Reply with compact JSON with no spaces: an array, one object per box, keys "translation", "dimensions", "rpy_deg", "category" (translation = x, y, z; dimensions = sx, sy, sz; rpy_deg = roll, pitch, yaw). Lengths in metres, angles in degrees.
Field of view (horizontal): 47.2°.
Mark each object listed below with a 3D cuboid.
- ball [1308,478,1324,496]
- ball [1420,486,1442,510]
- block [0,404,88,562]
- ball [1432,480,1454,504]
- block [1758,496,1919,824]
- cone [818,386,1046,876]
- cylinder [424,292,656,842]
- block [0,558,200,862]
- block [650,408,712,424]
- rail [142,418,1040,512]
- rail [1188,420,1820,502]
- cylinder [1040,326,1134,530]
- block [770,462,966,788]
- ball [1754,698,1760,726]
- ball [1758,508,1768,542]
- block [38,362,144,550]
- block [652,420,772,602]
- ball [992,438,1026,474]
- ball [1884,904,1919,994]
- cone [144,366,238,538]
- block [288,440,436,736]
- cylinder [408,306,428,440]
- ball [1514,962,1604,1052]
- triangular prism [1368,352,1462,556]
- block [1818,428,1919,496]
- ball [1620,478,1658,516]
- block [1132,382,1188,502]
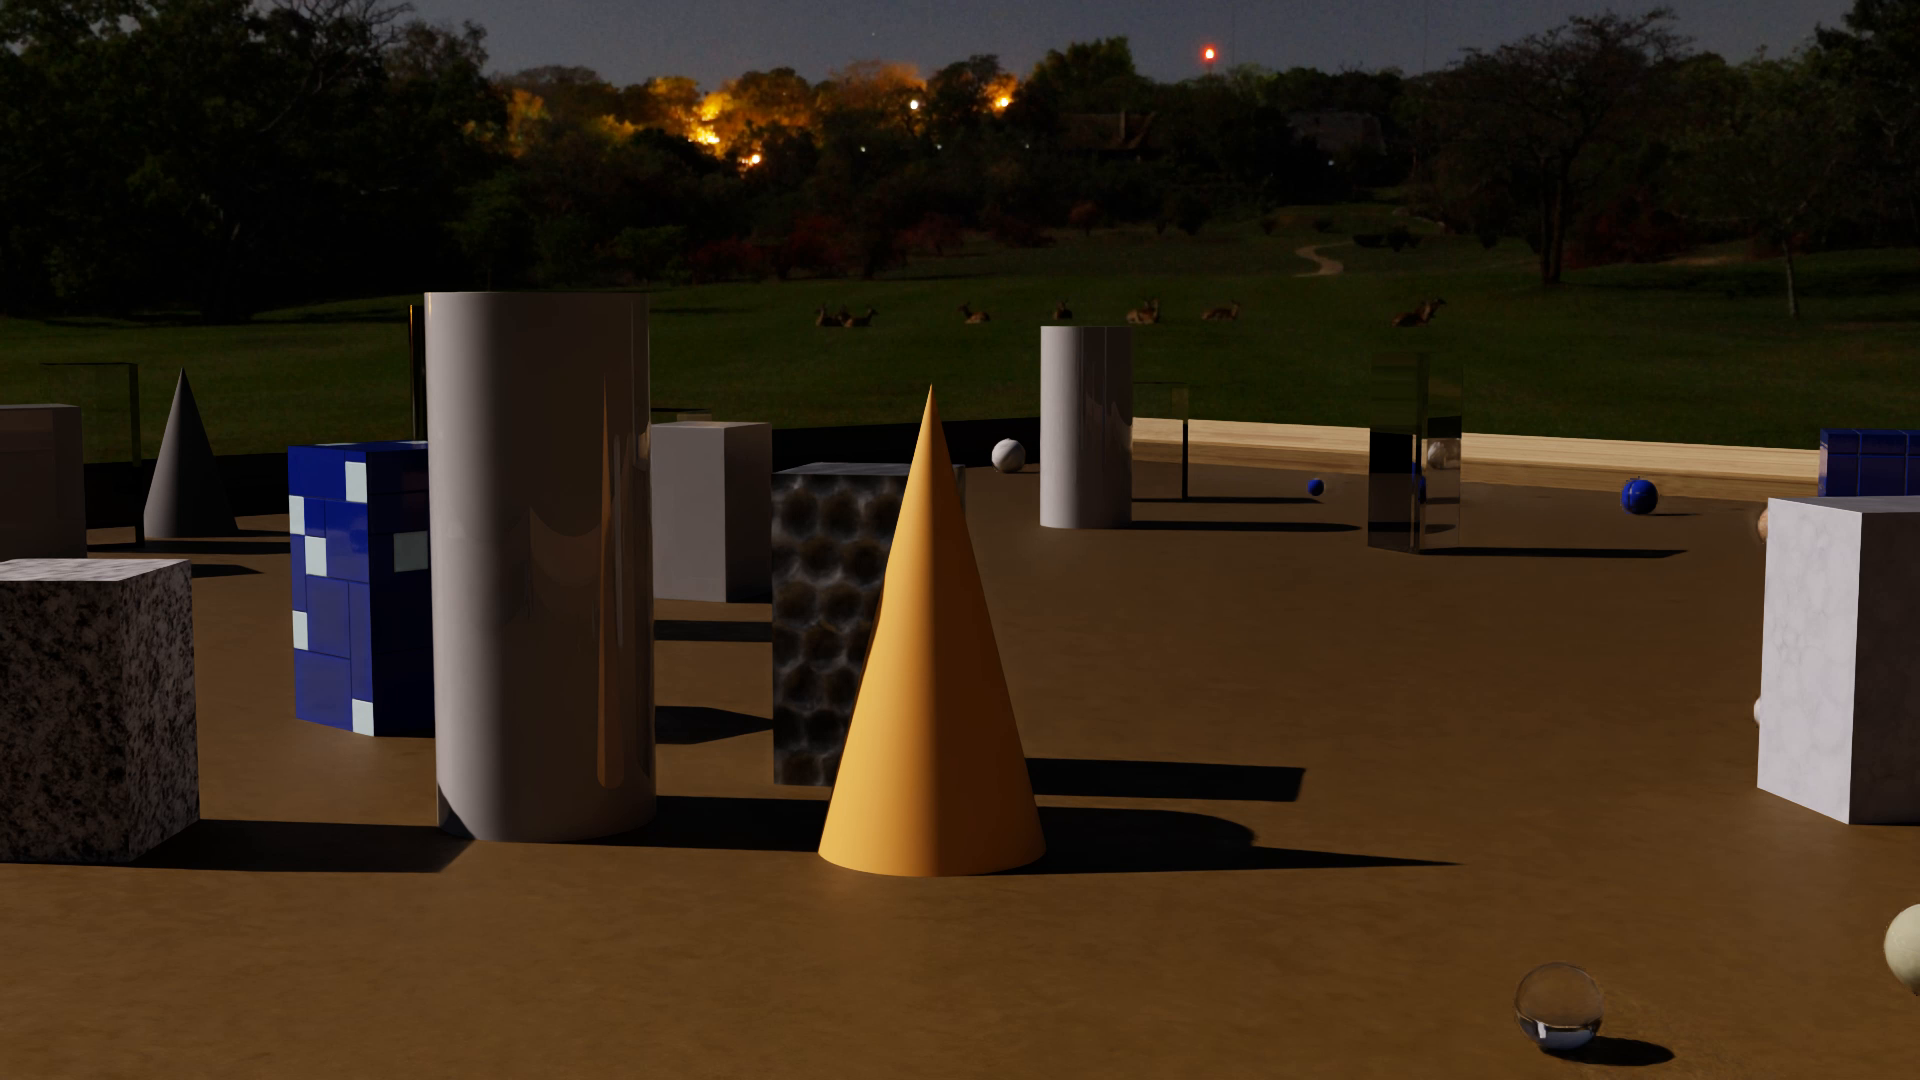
[{"translation":[0.844,-0.125,5.220],"dimensions":[0.041,0.041,0.041],"rpy_deg":[0,6,0],"category":"ball"},{"translation":[1.045,-0.093,4.879],"dimensions":[0.050,0.050,0.050],"rpy_deg":[0,6,0],"category":"ball"},{"translation":[-1.590,-0.089,3.746],"dimensions":[0.152,0.278,0.152],"rpy_deg":[-4,7,-35],"category":"block"},{"translation":[1.103,-0.111,5.026],"dimensions":[0.054,0.054,0.054],"rpy_deg":[0,6,0],"category":"ball"},{"translation":[0.831,0.102,1.974],"dimensions":[0.152,0.271,0.152],"rpy_deg":[-1,6,-9],"category":"block"},{"translation":[-0.023,0.064,1.800],"dimensions":[0.190,0.384,0.190],"rpy_deg":[0,6,0],"category":"cone"},{"translation":[-0.362,0.016,1.907],"dimensions":[0.190,0.457,0.190],"rpy_deg":[0,6,0],"category":"cylinder"},{"translation":[-0.742,0.138,1.837],"dimensions":[0.152,0.229,0.152],"rpy_deg":[0,6,2],"category":"block"},{"translation":[-0.629,-0.161,4.662],"dimensions":[0.152,0.230,0.152],"rpy_deg":[2,6,21],"category":"block"},{"translation":[-1.452,-0.133,4.897],"dimensions":[5.069,0.123,0.045],"rpy_deg":[-6,8,-42],"category":"rail"},{"translation":[1.845,-0.147,5.026],"dimensions":[0.045,0.123,4.331],"rpy_deg":[-6,8,-42],"category":"rail"},{"translation":[0.260,-0.235,4.515],"dimensions":[0.190,0.407,0.190],"rpy_deg":[0,6,0],"category":"cylinder"},{"translation":[-0.085,0.078,2.105],"dimensions":[0.152,0.292,0.152],"rpy_deg":[1,6,12],"category":"block"},{"translation":[0.857,0.181,2.314],"dimensions":[0.042,0.042,0.042],"rpy_deg":[0,6,0],"category":"ball"},{"translation":[1.519,-0.025,4.059],"dimensions":[0.087,0.087,0.087],"rpy_deg":[0,6,0],"category":"ball"},{"translation":[-1.624,-0.159,4.112],"dimensions":[0.152,0.341,0.152],"rpy_deg":[-3,7,-29],"category":"block"},{"translation":[-0.394,-0.047,3.415],"dimensions":[0.152,0.265,0.152],"rpy_deg":[3,7,23],"category":"block"},{"translation":[0.131,-0.226,5.927],"dimensions":[0.093,0.093,0.093],"rpy_deg":[0,6,0],"category":"ball"},{"translation":[0.632,0.266,1.425],"dimensions":[0.061,0.061,0.061],"rpy_deg":[0,6,0],"category":"ball"},{"translation":[-1.531,-0.180,4.347],"dimensions":[0.190,0.333,0.190],"rpy_deg":[0,6,0],"category":"cone"},{"translation":[-0.615,0.046,2.382],"dimensions":[0.152,0.297,0.152],"rpy_deg":[6,8,42],"category":"block"},{"translation":[-0.665,-0.101,3.060],"dimensions":[0.190,0.447,0.190],"rpy_deg":[0,6,0],"category":"cylinder"},{"translation":[0.360,0.281,1.323],"dimensions":[0.052,0.052,0.052],"rpy_deg":[0,6,0],"category":"ball"},{"translation":[0.823,-0.165,4.059],"dimensions":[0.142,0.364,0.164],"rpy_deg":[4,7,35],"category":"triangular prism"},{"translation":[1.334,-0.025,3.200],"dimensions":[0.152,0.266,0.152],"rpy_deg":[2,6,17],"category":"block"},{"translation":[1.465,-0.093,4.739],"dimensions":[0.078,0.078,0.078],"rpy_deg":[0,6,0],"category":"ball"},{"translation":[0.446,-0.230,5.120],"dimensions":[0.152,0.271,0.152],"rpy_deg":[0,6,-1],"category":"block"}]
